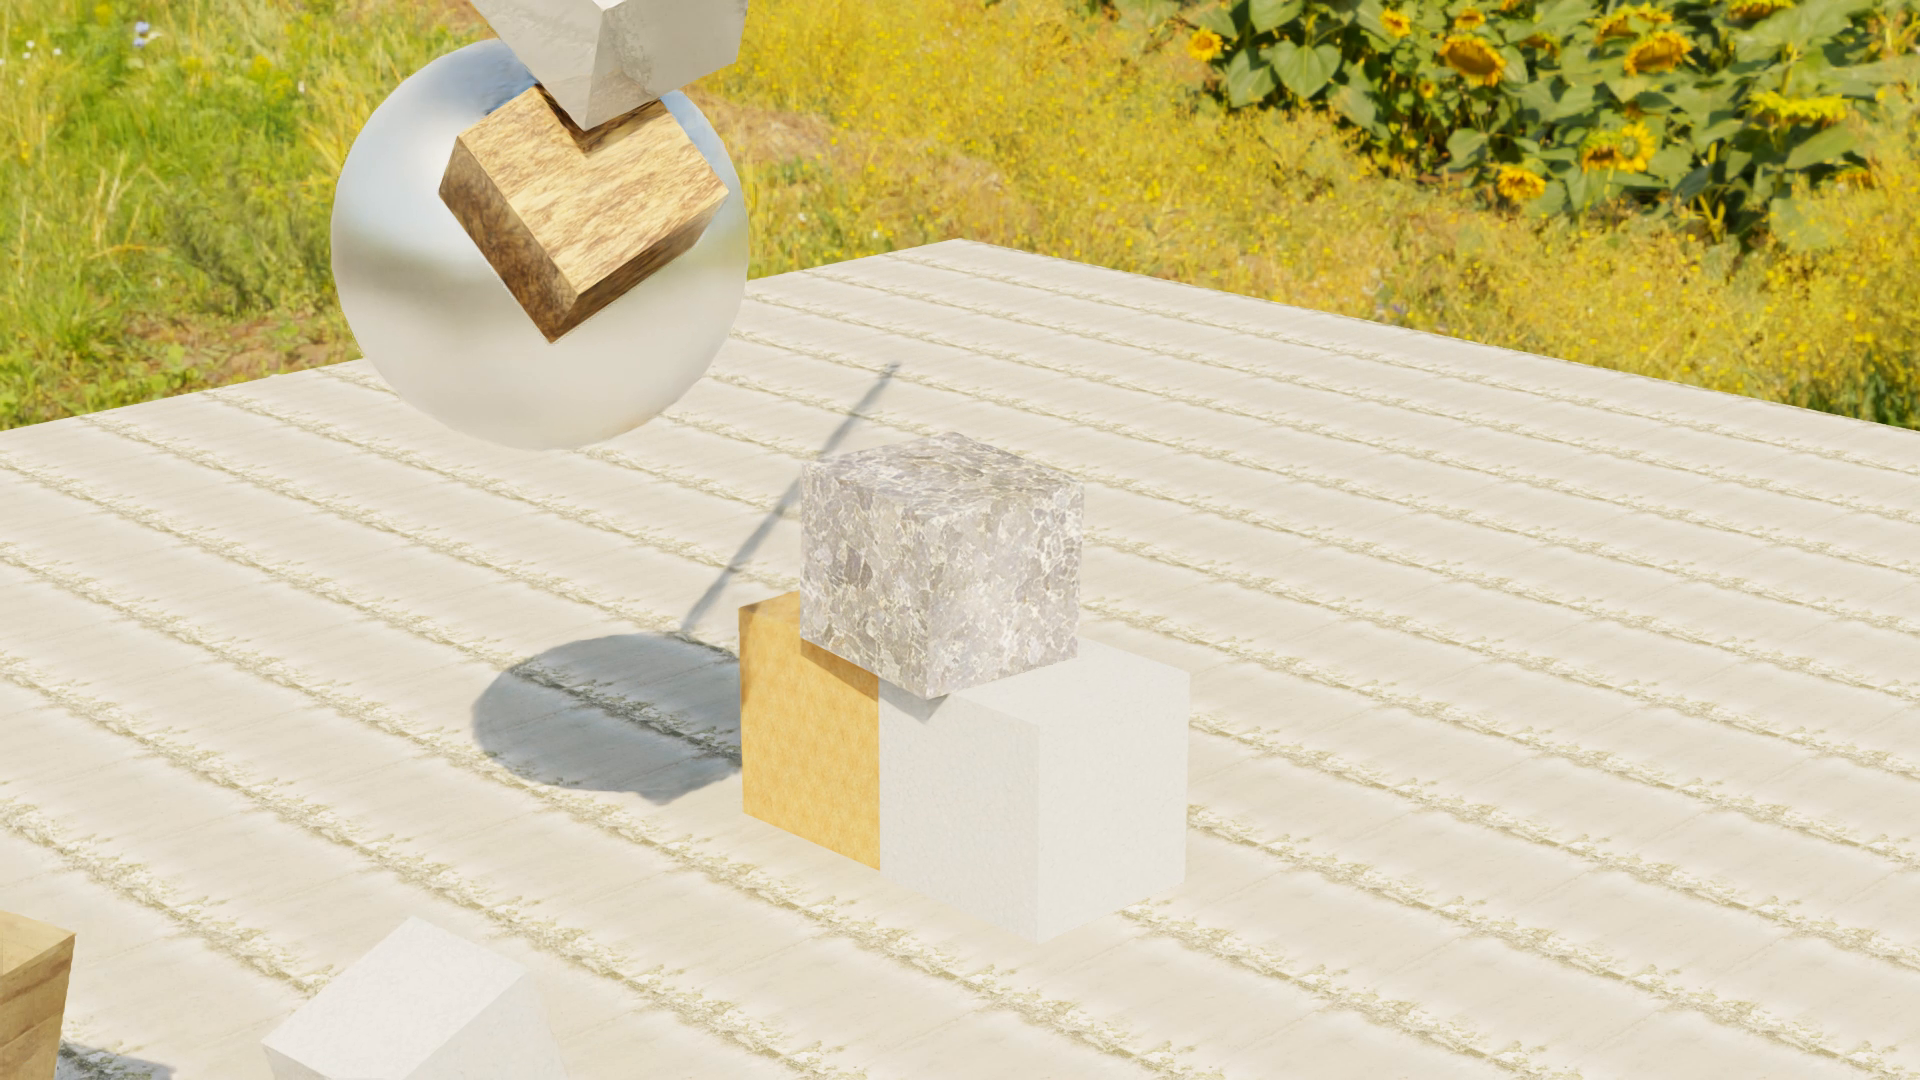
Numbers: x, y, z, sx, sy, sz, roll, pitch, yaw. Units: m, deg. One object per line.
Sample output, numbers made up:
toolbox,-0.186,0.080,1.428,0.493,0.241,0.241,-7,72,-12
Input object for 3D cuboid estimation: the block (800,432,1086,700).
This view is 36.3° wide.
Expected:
block,-0.089,0.093,13.186,0.874,0.833,0.925,-14,24,-37

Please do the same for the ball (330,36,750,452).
ball,-1.610,-1.141,11.295,1.600,1.600,1.600,0,17,0

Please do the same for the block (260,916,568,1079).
block,-1.964,1.940,10.686,0.642,0.665,0.756,16,42,37

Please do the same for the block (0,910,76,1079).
block,-3.519,1.642,9.875,0.693,0.669,0.714,15,13,10

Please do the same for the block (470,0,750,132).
block,-1.174,-1.914,9.757,0.642,0.585,0.729,-31,69,-29

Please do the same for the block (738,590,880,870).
block,-0.372,0.829,13.965,0.913,1.044,0.996,-16,24,-42

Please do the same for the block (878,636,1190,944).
block,0.329,1.066,13.252,0.953,1.020,1.015,-16,24,-41

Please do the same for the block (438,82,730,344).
block,-1.320,-1.208,10.197,0.650,0.668,0.656,-37,1,-19
